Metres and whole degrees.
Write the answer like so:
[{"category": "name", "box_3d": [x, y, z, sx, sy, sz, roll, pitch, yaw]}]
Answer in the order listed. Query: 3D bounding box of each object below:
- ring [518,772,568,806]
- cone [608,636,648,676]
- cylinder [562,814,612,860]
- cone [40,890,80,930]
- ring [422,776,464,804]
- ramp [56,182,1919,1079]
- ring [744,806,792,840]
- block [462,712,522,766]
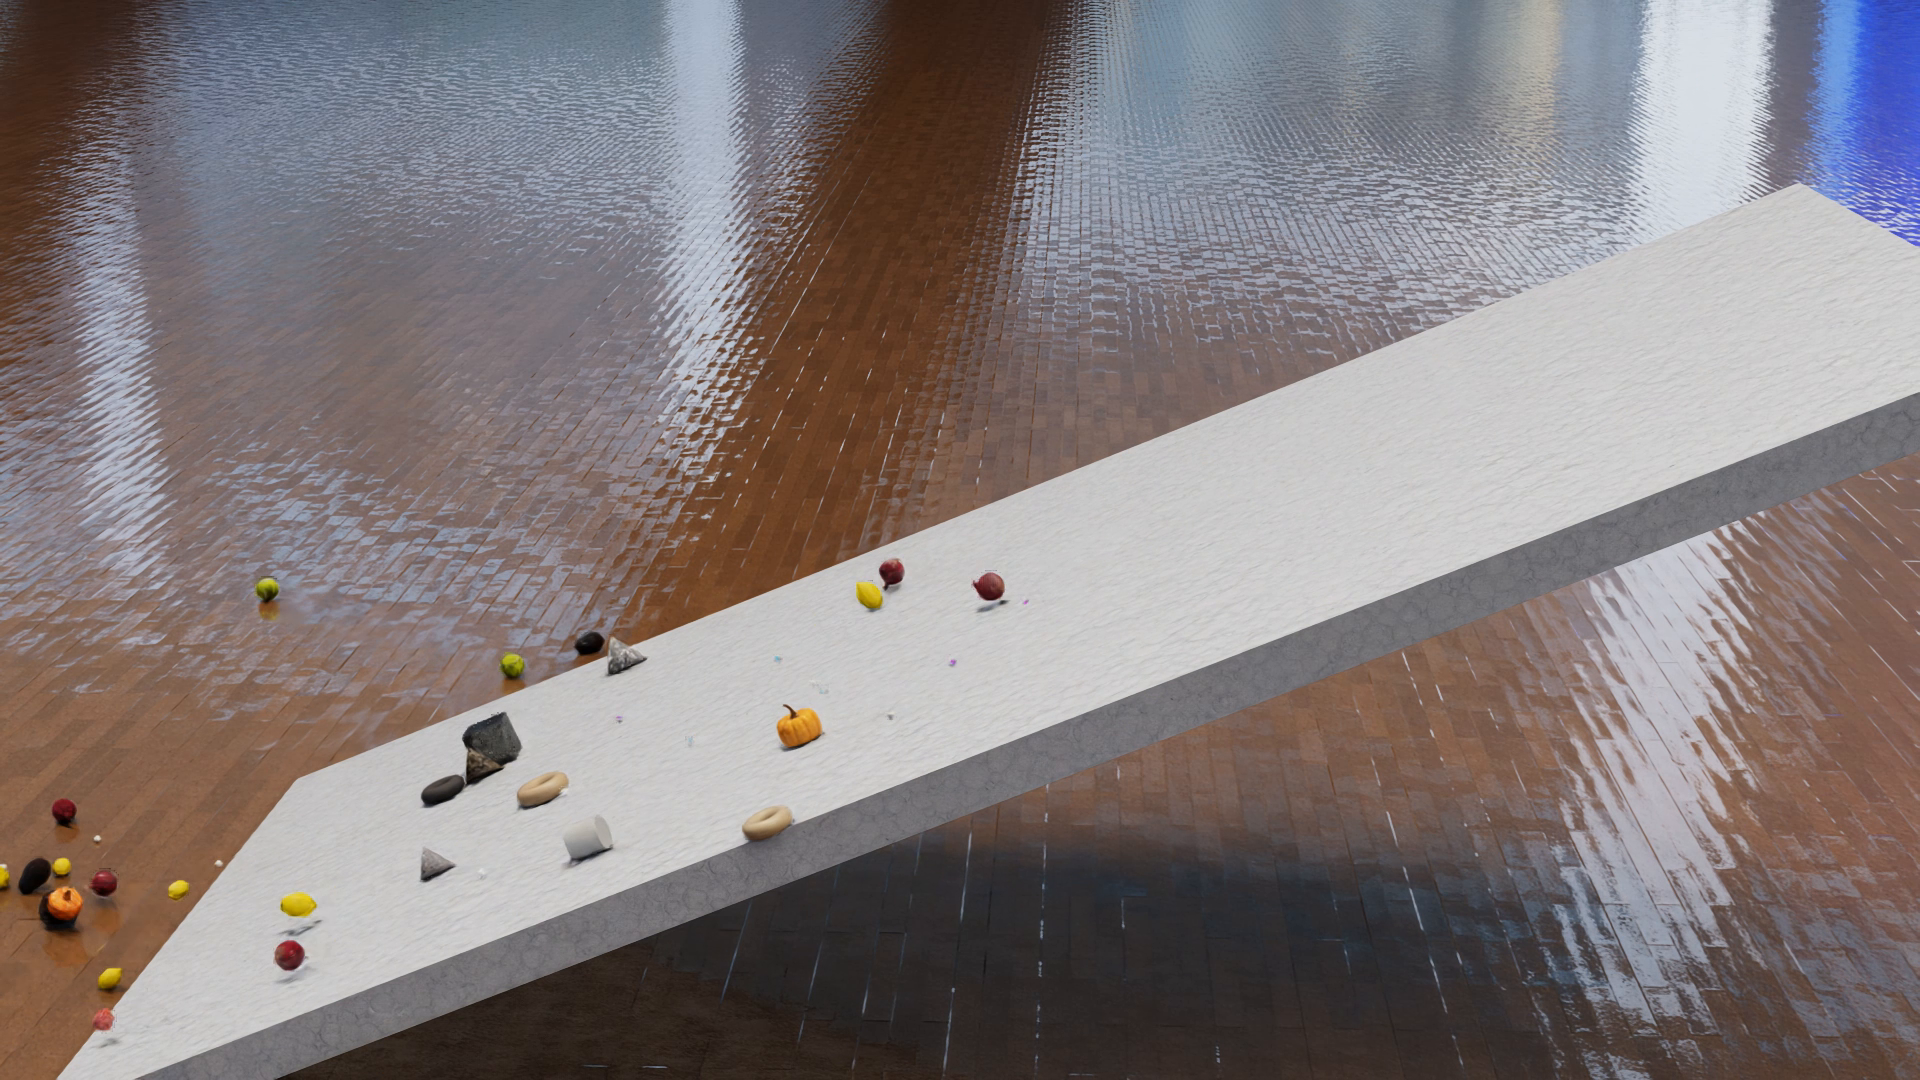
[{"category": "ring", "box_3d": [-0.893, 0.532, 6.294, 0.115, 0.038, 0.115, -21, 13, 5]}, {"category": "cone", "box_3d": [-0.805, 0.285, 7.168, 0.097, 0.097, 0.097, 4, 14, -1]}, {"category": "cylinder", "box_3d": [-0.724, 0.578, 5.717, 0.070, 0.070, 0.070, -20, 10, 13]}, {"category": "cone", "box_3d": [-2.099, 0.863, 6.809, 0.092, 0.092, 0.092, -10, -9, -35]}, {"category": "ring", "box_3d": [-1.174, 0.566, 6.669, 0.104, 0.035, 0.104, -22, 11, 4]}, {"category": "ramp", "box_3d": [0.127, 0.172, 6.288, 4.000, 0.100, 2.000, -22, 12, 8]}, {"category": "ring", "box_3d": [-0.351, 0.517, 5.384, 0.098, 0.033, 0.098, -21, 13, 5]}, {"category": "block", "box_3d": [-1.077, 0.467, 6.771, 0.094, 0.094, 0.094, -22, 12, 6]}]
